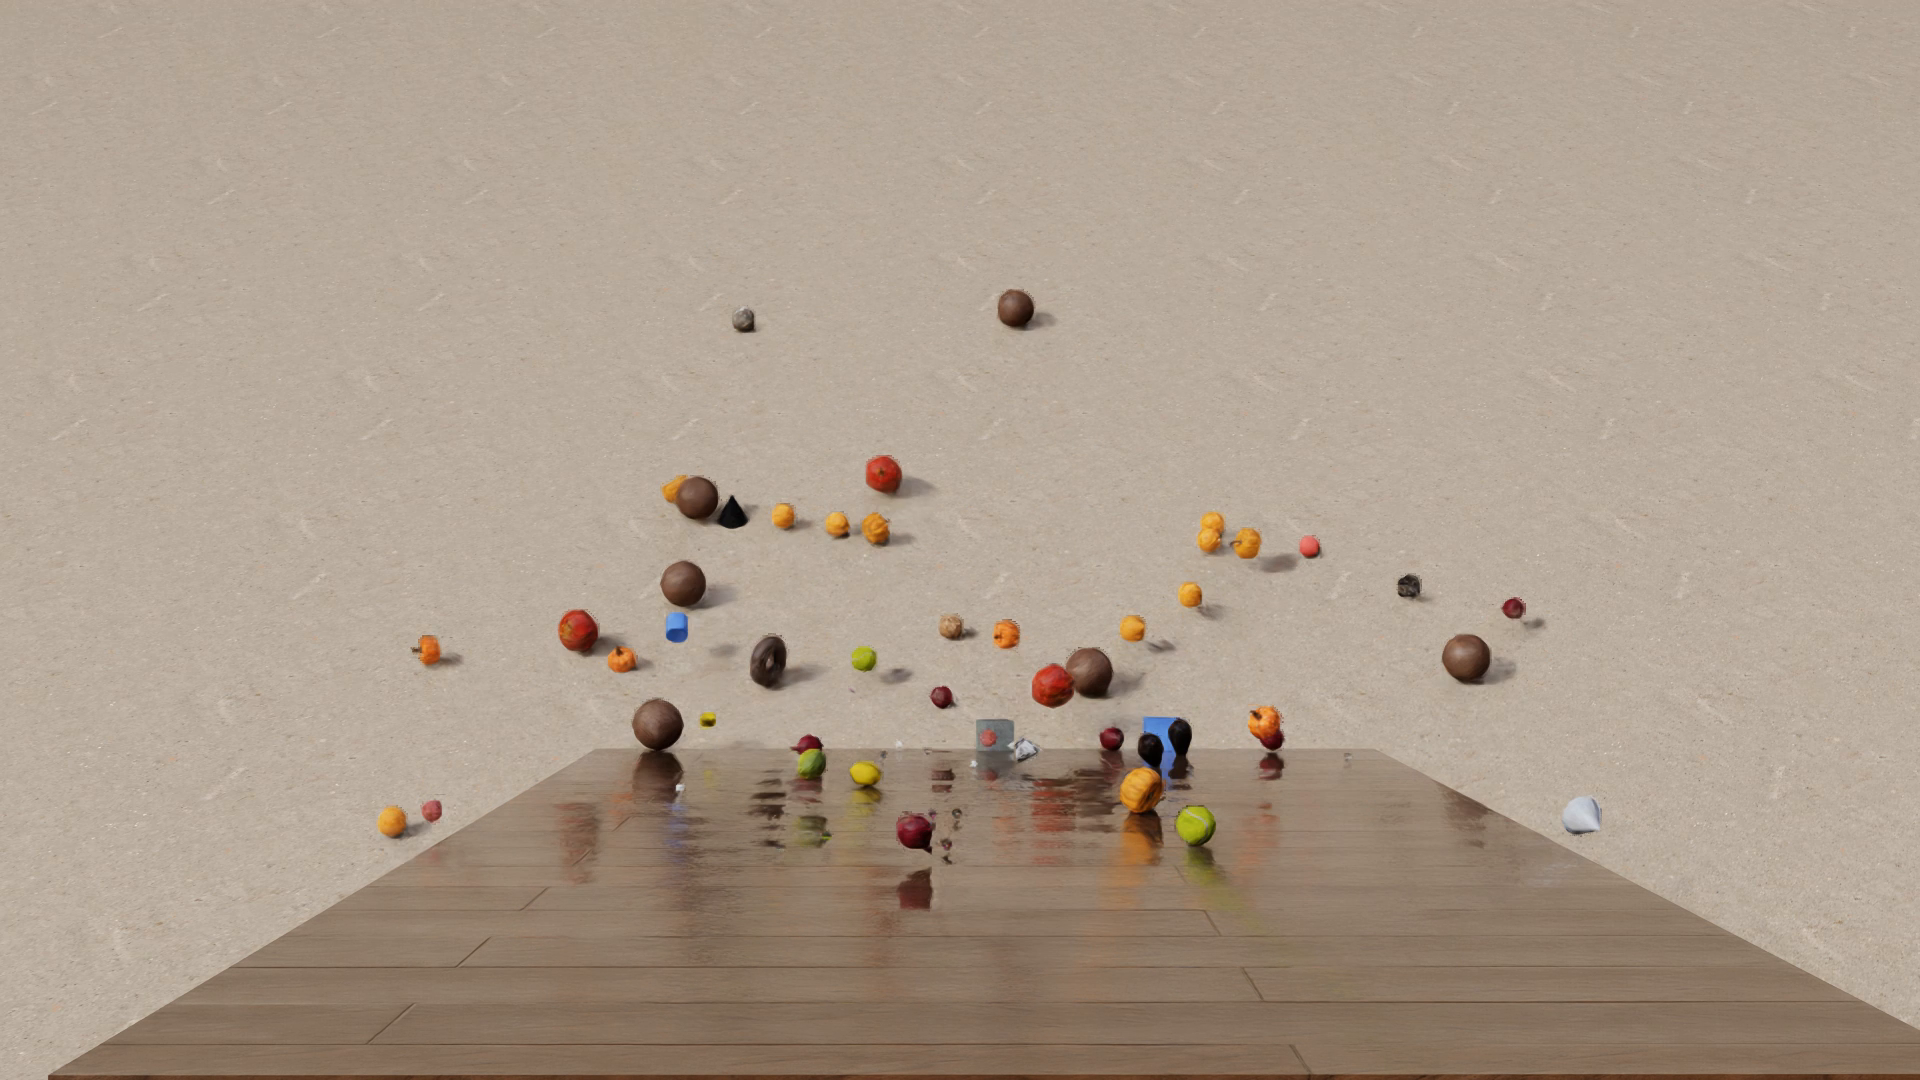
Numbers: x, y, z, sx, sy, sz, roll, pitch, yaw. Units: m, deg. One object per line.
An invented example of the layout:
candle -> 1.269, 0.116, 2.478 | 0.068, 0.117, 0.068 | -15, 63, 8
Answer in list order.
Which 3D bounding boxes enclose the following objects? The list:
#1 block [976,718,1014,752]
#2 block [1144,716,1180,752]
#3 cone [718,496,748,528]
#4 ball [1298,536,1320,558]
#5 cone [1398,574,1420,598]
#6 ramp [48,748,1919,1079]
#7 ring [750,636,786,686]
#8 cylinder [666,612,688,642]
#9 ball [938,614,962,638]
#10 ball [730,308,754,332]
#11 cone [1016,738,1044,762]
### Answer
block -> 0.089, 0.498, 6.605 | 0.076, 0.076, 0.076 | 0, 0, -19
block -> 0.513, 0.495, 6.603 | 0.082, 0.082, 0.082 | 0, 0, -2
cone -> -0.690, -0.099, 7.848 | 0.093, 0.093, 0.093 | 0, 30, 0
ball -> 1.035, 0.021, 7.669 | 0.060, 0.060, 0.060 | 0, 30, 0
cone -> 1.302, 0.145, 7.426 | 0.070, 0.070, 0.070 | -8, 22, -14
ramp -> 0.066, 0.591, 4.644 | 2.000, 0.100, 4.000 | 0, 0, 0
ring -> -0.522, 0.328, 7.037 | 0.047, 0.141, 0.141 | 17, 34, 29
cylinder -> -0.777, 0.240, 7.106 | 0.060, 0.060, 0.060 | -3, 45, -5
ball -> -0.026, 0.244, 7.267 | 0.069, 0.069, 0.069 | 0, 30, 0
ball -> -0.760, -0.773, 9.046 | 0.083, 0.083, 0.083 | 0, 30, 0
cone -> 0.170, 0.497, 6.108 | 0.060, 0.060, 0.060 | 0, 27, 24
